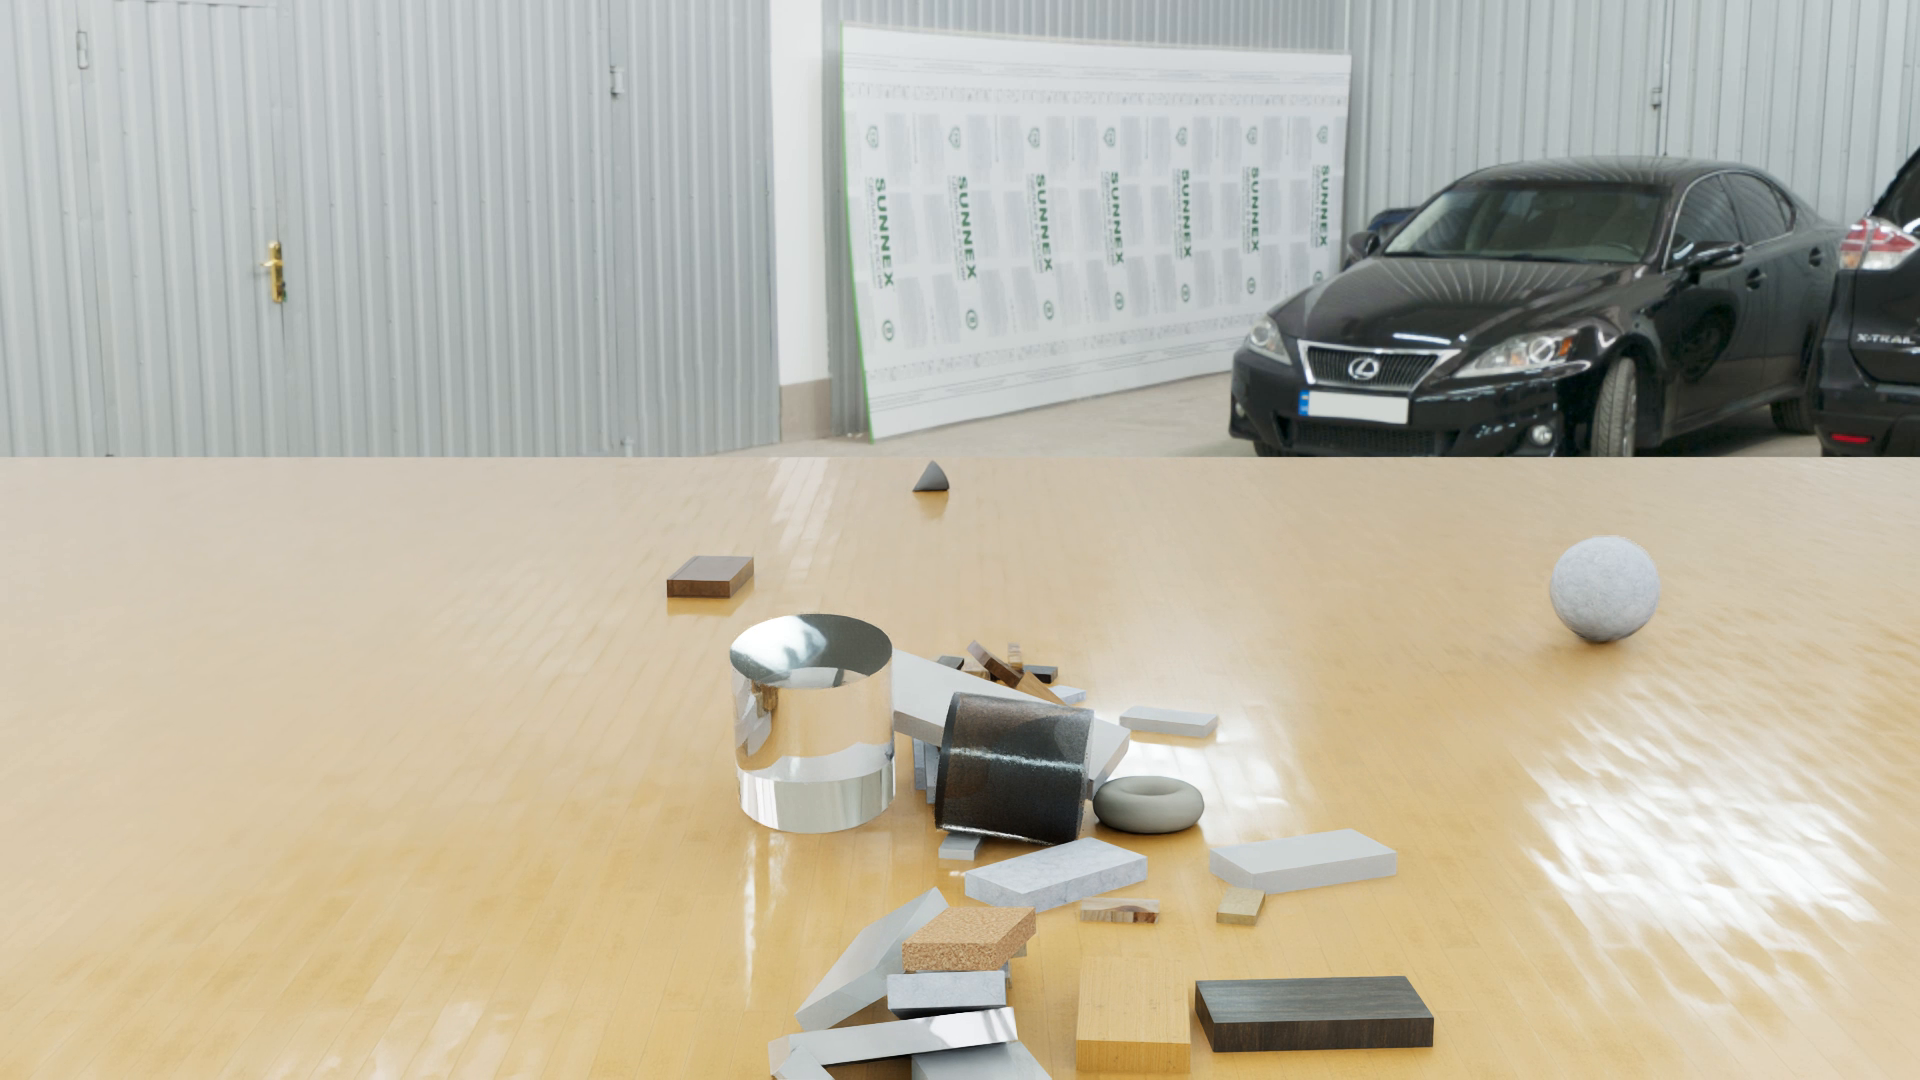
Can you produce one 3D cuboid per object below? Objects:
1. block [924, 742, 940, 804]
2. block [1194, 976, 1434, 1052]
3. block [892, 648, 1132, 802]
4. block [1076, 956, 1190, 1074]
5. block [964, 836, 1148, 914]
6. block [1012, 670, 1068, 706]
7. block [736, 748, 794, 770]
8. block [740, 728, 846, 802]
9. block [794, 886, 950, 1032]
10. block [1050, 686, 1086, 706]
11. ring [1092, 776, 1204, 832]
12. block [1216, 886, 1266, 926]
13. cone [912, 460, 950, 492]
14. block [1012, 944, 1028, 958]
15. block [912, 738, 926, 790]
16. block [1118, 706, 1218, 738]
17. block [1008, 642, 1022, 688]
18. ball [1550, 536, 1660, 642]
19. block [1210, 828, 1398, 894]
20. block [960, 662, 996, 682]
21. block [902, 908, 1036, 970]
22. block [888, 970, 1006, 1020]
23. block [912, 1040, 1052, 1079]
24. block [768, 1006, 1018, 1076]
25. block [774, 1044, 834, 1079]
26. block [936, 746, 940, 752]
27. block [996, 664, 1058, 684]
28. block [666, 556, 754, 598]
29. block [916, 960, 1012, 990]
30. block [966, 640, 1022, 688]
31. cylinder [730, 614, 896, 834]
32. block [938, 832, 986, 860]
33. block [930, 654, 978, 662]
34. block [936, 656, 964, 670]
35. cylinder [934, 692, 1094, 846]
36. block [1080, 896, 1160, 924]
[{"bbox_3d":[0.004,0.398,4.255,0.146,0.041,0.292,-1,33,-3],"label":"block"},{"bbox_3d":[0.499,0.670,3.116,0.308,0.044,0.154,-1,11,-3],"label":"block"},{"bbox_3d":[0.033,0.339,4.185,0.558,0.049,0.175,18,35,20],"label":"block"},{"bbox_3d":[0.246,0.670,3.120,0.154,0.044,0.308,1,11,5],"label":"block"},{"bbox_3d":[0.163,0.564,3.697,0.285,0.040,0.143,-9,14,-39],"label":"block"},{"bbox_3d":[0.158,0.365,4.531,0.146,0.041,0.292,42,15,1],"label":"block"},{"bbox_3d":[-0.377,0.424,4.254,0.103,0.015,0.051,-10,15,-44],"label":"block"},{"bbox_3d":[-0.324,0.440,4.339,0.175,0.049,0.349,0,11,1],"label":"block"},{"bbox_3d":[-0.124,0.615,3.226,0.143,0.040,0.347,-33,1,17],"label":"block"},{"bbox_3d":[0.203,0.353,4.887,0.077,0.022,0.154,9,14,41],"label":"block"},{"bbox_3d":[0.347,0.486,4.047,0.206,0.069,0.206,0,9,0],"label":"ring"},{"bbox_3d":[0.458,0.597,3.584,0.063,0.018,0.125,3,11,15],"label":"block"},{"bbox_3d":[-0.121,-0.201,7.780,0.120,0.120,0.120,-32,21,-16],"label":"cone"},{"bbox_3d":[0.020,0.602,3.252,0.127,0.036,0.254,-1,-11,-6],"label":"block"},{"bbox_3d":[-0.009,0.394,4.401,0.171,0.048,0.342,-1,23,-3],"label":"block"},{"bbox_3d":[0.444,0.387,4.689,0.190,0.027,0.095,5,11,23],"label":"block"},{"bbox_3d":[0.124,0.300,4.968,0.027,0.095,0.190,-1,11,-1],"label":"block"},{"bbox_3d":[1.602,0.122,5.469,0.263,0.263,0.263,0,11,0],"label":"ball"},{"bbox_3d":[0.587,0.551,3.767,0.285,0.040,0.143,-4,11,-23],"label":"block"},{"bbox_3d":[-0.011,0.306,4.894,0.171,0.048,0.342,0,0,3],"label":"block"},{"bbox_3d":[0.016,0.542,2.999,0.127,0.036,0.254,-2,1,14],"label":"block"},{"bbox_3d":[-0.014,0.624,3.004,0.153,0.043,0.305,-2,-15,1],"label":"block"},{"bbox_3d":[0.054,0.728,2.807,0.153,0.043,0.305,-3,11,-17],"label":"block"},{"bbox_3d":[-0.092,0.670,2.941,0.305,0.043,0.153,-3,-15,-17],"label":"block"},{"bbox_3d":[-0.185,0.700,2.804,0.015,0.104,0.052,-45,-2,42],"label":"block"},{"bbox_3d":[0.051,0.423,4.141,0.146,0.041,0.293,-5,34,-14],"label":"block"},{"bbox_3d":[0.145,0.310,5.118,0.154,0.022,0.077,3,11,15],"label":"block"},{"bbox_3d":[-0.696,0.102,6.159,0.175,0.049,0.349,1,11,5],"label":"block"},{"bbox_3d":[0.009,0.615,3.129,0.127,0.036,0.254,-3,-15,2],"label":"block"},{"bbox_3d":[0.104,0.293,4.772,0.190,0.027,0.095,38,2,-31],"label":"block"},{"bbox_3d":[-0.269,0.335,4.055,0.296,0.296,0.296,0,25,0],"label":"cylinder"},{"bbox_3d":[0.005,0.538,3.900,0.063,0.018,0.125,2,11,10],"label":"block"},{"bbox_3d":[0.006,0.294,5.201,0.154,0.022,0.077,5,11,23],"label":"block"},{"bbox_3d":[-0.031,0.278,4.713,0.051,0.015,0.103,6,23,17],"label":"block"},{"bbox_3d":[0.099,0.407,3.903,0.248,0.248,0.248,7,11,6],"label":"cylinder"},{"bbox_3d":[0.260,0.600,3.566,0.125,0.018,0.063,1,11,6],"label":"block"}]
